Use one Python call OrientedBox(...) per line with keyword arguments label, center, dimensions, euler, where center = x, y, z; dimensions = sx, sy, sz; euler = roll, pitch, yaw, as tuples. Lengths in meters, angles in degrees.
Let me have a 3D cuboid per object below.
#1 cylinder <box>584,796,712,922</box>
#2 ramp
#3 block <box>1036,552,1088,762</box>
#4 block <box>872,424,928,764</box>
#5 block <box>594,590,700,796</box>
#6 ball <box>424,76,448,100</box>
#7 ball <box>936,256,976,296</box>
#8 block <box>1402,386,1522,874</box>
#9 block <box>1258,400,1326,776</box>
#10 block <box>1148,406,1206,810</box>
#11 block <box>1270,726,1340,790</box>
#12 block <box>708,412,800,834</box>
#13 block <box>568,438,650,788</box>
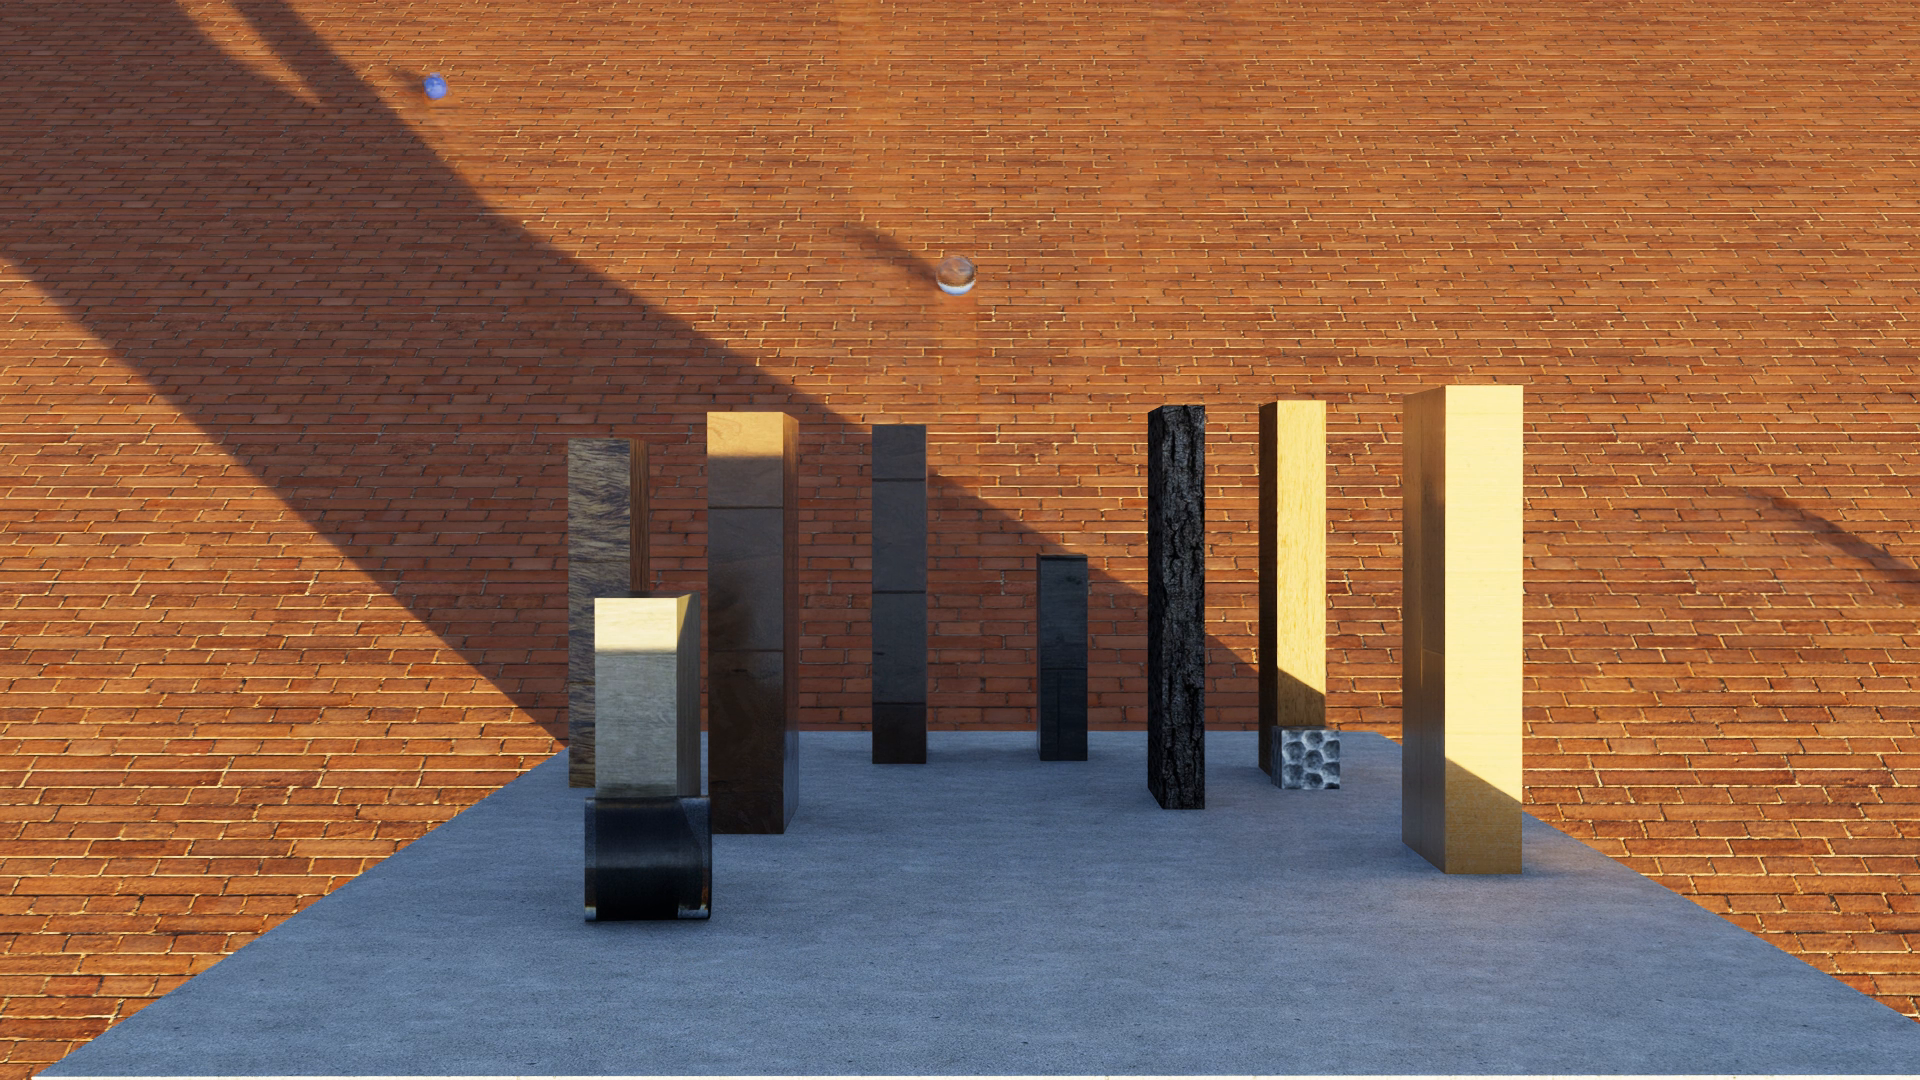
OrientedBox(label="cylinder", center=(-0.435, 0.442, 3.592), dimensions=(0.172, 0.172, 0.172), euler=(0, 28, -8))
OrientedBox(label="ramp", center=(0.063, 0.565, 4.604), dimensions=(2.000, 0.100, 4.000), euler=(0, 1, 0))
OrientedBox(label="block", center=(0.235, 0.264, 5.974), dimensions=(0.106, 0.465, 0.295), euler=(0, 1, 0))
OrientedBox(label="block", center=(-0.136, 0.119, 5.942), dimensions=(0.120, 0.756, 0.357), euler=(0, 1, 0))
OrientedBox(label="block", center=(-0.462, 0.303, 3.854), dimensions=(0.116, 0.444, 0.344), euler=(0, 1, 0))
OrientedBox(label="ball", center=(-2.311, -1.991, 11.376), dimensions=(0.105, 0.105, 0.105), euler=(0, 28, 0))
OrientedBox(label="ball", center=(-0.014, -0.957, 9.379), dimensions=(0.142, 0.142, 0.142), euler=(0, 28, 0))
OrientedBox(label="block", center=(0.817, 0.138, 4.224), dimensions=(0.120, 0.762, 0.391), euler=(0, 1, 0))
OrientedBox(label="block", center=(0.709, 0.106, 5.529), dimensions=(0.099, 0.793, 0.337), euler=(0, 1, 0))
OrientedBox(label="block", center=(0.424, 0.125, 5.084), dimensions=(0.080, 0.766, 0.384), euler=(0, 1, 0))
OrientedBox(label="block", center=(0.708, 0.446, 5.303), dimensions=(0.119, 0.119, 0.119), euler=(0, 1, -4))
OrientedBox(label="block", center=(-0.376, 0.143, 4.750), dimensions=(0.132, 0.740, 0.449), euler=(0, 1, 0))
OrientedBox(label="block", center=(-0.738, 0.146, 5.451), dimensions=(0.126, 0.715, 0.337), euler=(0, 1, 0))
